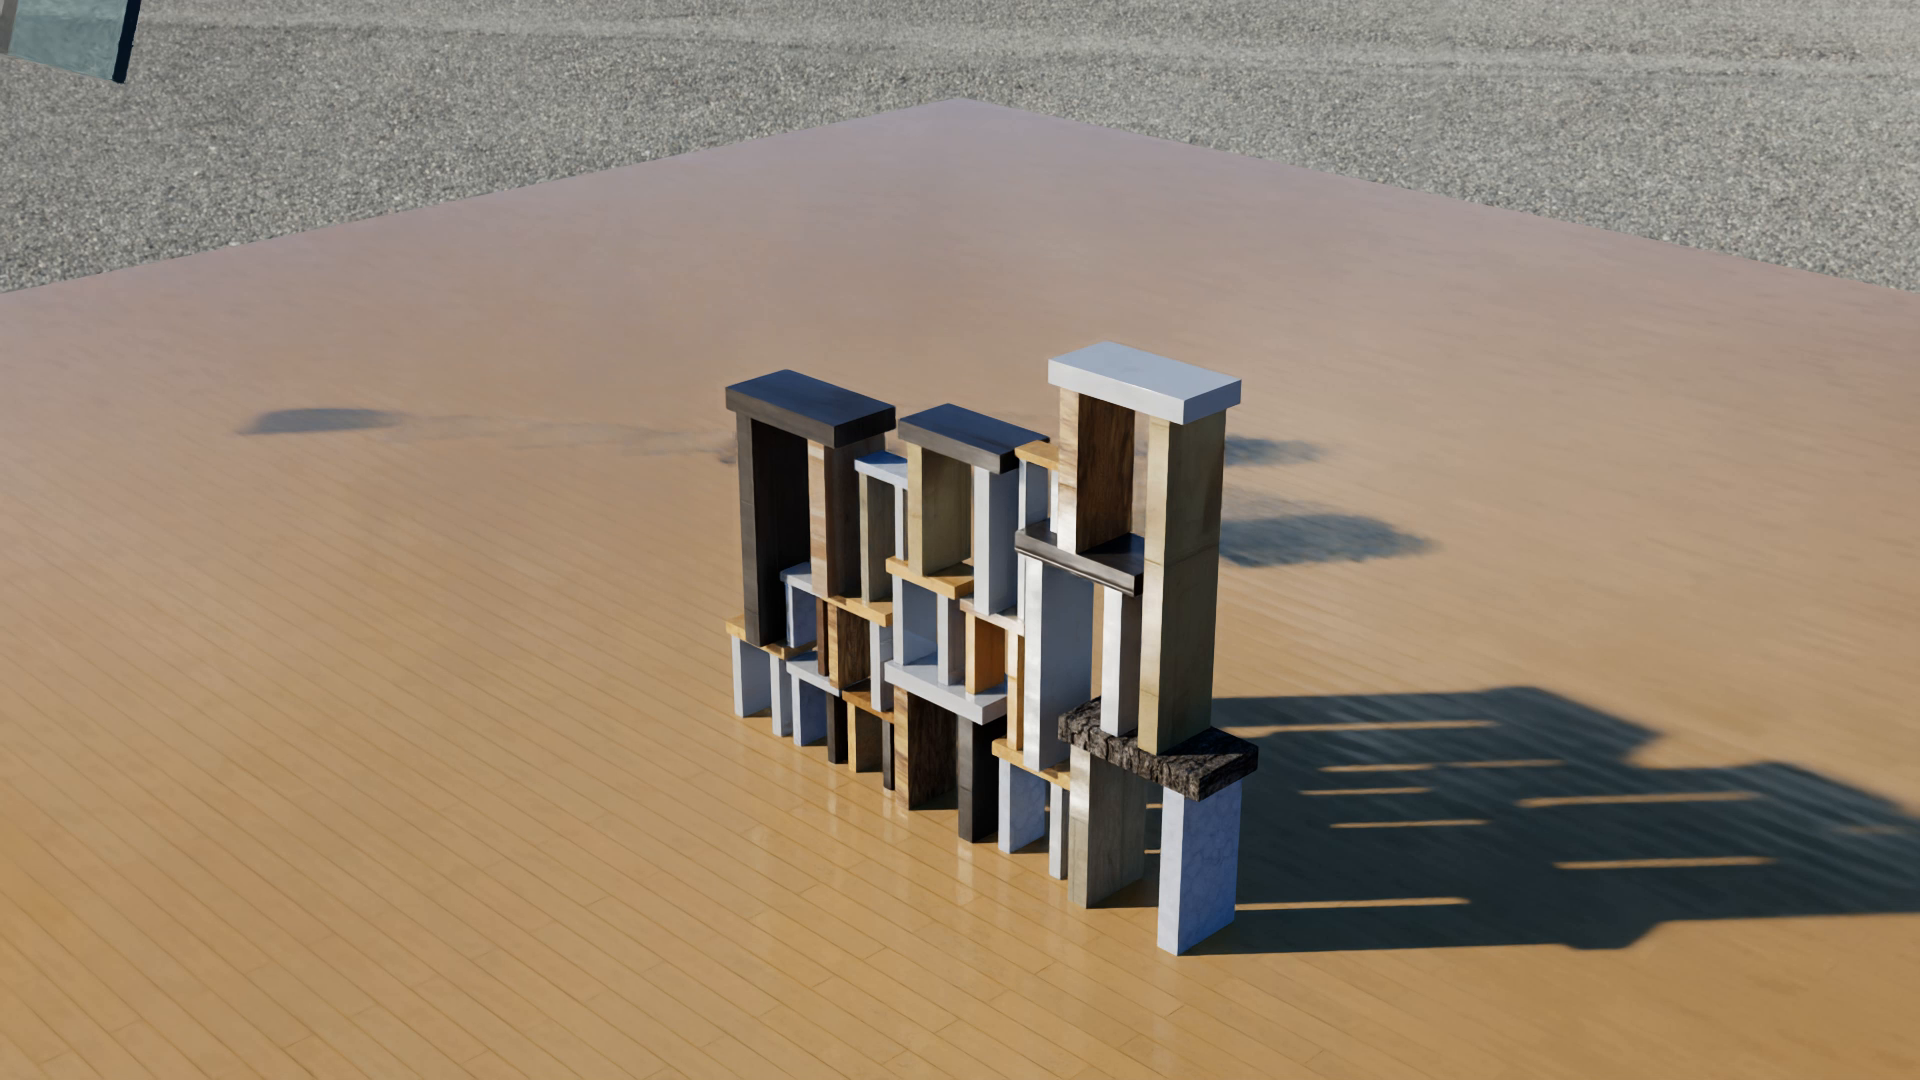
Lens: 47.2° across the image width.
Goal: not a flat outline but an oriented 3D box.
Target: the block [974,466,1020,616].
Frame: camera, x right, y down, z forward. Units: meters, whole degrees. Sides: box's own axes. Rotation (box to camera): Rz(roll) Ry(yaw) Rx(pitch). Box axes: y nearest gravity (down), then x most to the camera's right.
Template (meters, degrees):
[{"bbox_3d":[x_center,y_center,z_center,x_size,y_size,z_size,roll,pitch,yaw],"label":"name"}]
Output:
[{"bbox_3d":[0.088,-0.015,4.129,0.134,0.293,0.038,-21,31,-41],"label":"block"}]

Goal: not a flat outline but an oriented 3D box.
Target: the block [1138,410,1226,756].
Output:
[{"bbox_3d":[0.385,0.065,3.831,0.043,0.629,0.152,21,31,41],"label":"block"}]

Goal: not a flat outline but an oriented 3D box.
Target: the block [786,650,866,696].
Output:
[{"bbox_3d":[-0.281,0.281,4.646,0.082,0.023,0.165,-21,31,-41],"label":"block"}]

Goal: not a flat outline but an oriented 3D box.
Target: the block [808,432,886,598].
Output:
[{"bbox_3d":[-0.226,-0.063,4.447,0.047,0.331,0.166,21,31,41],"label":"block"}]

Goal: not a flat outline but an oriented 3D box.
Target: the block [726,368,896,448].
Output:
[{"bbox_3d":[-0.304,-0.268,4.445,0.331,0.047,0.166,21,31,41],"label":"block"}]

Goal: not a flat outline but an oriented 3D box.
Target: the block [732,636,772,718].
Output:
[{"bbox_3d":[-0.453,0.286,4.841,0.027,0.193,0.096,21,31,41],"label":"block"}]

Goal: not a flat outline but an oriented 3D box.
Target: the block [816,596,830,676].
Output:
[{"bbox_3d":[-0.264,0.191,4.600,0.021,0.179,0.074,21,31,40],"label":"block"}]

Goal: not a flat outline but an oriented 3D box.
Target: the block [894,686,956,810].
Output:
[{"bbox_3d":[-0.070,0.400,4.469,0.039,0.273,0.136,21,31,41],"label":"block"}]

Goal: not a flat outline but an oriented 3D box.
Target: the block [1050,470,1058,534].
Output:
[{"bbox_3d":[0.191,-0.078,3.986,0.017,0.120,0.060,21,31,41],"label":"block"}]

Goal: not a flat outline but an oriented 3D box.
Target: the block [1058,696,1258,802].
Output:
[{"bbox_3d":[0.357,0.367,3.986,0.332,0.047,0.166,21,31,41],"label":"block"}]

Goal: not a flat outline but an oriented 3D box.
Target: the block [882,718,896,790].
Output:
[{"bbox_3d":[-0.123,0.430,4.543,0.080,0.159,0.023,-21,31,-41],"label":"block"}]

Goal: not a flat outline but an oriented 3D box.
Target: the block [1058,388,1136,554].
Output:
[{"bbox_3d":[0.242,-0.140,3.899,0.043,0.303,0.152,21,31,41],"label":"block"}]

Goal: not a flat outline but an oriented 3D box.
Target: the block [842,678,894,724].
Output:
[{"bbox_3d":[-0.160,0.332,4.542,0.159,0.023,0.080,21,31,41],"label":"block"}]

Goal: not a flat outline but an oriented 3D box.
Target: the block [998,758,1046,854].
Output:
[{"bbox_3d":[0.122,0.504,4.313,0.029,0.203,0.102,21,31,41],"label":"block"}]

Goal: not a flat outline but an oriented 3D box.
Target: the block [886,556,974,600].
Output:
[{"bbox_3d":[-0.044,0.063,4.292,0.191,0.027,0.095,21,31,41],"label":"block"}]

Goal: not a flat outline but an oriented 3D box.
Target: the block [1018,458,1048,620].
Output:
[{"bbox_3d":[0.135,-0.007,4.077,0.060,0.320,0.017,-21,31,-41],"label":"block"}]

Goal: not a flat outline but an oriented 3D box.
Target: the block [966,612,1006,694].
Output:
[{"bbox_3d":[0.049,0.208,4.258,0.085,0.169,0.024,-21,31,-41],"label":"block"}]

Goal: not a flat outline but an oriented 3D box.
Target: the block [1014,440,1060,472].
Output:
[{"bbox_3d":[0.163,-0.152,3.985,0.120,0.017,0.060,21,31,41],"label":"block"}]

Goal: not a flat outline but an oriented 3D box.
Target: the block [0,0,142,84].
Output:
[{"bbox_3d":[-2.053,-1.211,5.069,0.250,0.250,0.250,10,7,-32],"label":"block"}]

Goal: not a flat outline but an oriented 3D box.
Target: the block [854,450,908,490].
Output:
[{"bbox_3d":[-0.128,-0.138,4.312,0.076,0.022,0.153,-21,31,-40],"label":"block"}]

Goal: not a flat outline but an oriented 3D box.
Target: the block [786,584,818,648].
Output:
[{"bbox_3d":[-0.333,0.149,4.659,0.021,0.148,0.074,21,31,40],"label":"block"}]

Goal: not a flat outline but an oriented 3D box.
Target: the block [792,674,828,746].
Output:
[{"bbox_3d":[-0.320,0.353,4.718,0.023,0.165,0.082,21,31,41],"label":"block"}]

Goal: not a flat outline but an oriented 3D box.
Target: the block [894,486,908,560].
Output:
[{"bbox_3d":[-0.092,-0.043,4.312,0.022,0.153,0.076,21,31,41],"label":"block"}]

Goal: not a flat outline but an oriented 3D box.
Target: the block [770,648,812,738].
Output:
[{"bbox_3d":[-0.362,0.321,4.758,0.096,0.193,0.027,-21,31,-41],"label":"block"}]

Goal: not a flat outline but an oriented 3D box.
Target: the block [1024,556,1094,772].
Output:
[{"bbox_3d":[0.184,0.213,4.110,0.143,0.432,0.040,-21,31,-41],"label":"block"}]

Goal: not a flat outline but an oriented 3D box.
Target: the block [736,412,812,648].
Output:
[{"bbox_3d":[-0.382,-0.039,4.627,0.047,0.517,0.166,21,31,40],"label":"block"}]

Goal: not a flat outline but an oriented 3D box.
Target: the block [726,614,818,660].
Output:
[{"bbox_3d":[-0.407,0.202,4.757,0.193,0.027,0.096,21,31,41],"label":"block"}]

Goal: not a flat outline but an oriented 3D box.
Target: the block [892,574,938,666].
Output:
[{"bbox_3d":[-0.089,0.146,4.376,0.027,0.191,0.095,21,31,41],"label":"block"}]

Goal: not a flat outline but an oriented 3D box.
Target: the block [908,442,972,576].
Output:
[{"bbox_3d":[-0.039,-0.076,4.241,0.038,0.268,0.134,21,31,41],"label":"block"}]

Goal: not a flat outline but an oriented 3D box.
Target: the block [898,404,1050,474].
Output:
[{"bbox_3d":[0.024,-0.192,4.123,0.268,0.038,0.134,21,31,41],"label":"block"}]

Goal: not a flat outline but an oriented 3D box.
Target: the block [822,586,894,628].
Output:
[{"bbox_3d":[-0.182,0.122,4.468,0.095,0.027,0.191,-21,31,-41],"label":"block"}]

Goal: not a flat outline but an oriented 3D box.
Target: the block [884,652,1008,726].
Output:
[{"bbox_3d":[-0.006,0.282,4.349,0.273,0.039,0.136,21,31,41],"label":"block"}]

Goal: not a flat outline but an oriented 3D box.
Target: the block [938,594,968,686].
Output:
[{"bbox_3d":[0.001,0.181,4.294,0.027,0.191,0.095,21,31,41],"label":"block"}]

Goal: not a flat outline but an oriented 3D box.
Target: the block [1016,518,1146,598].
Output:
[{"bbox_3d":[0.252,0.022,3.956,0.285,0.040,0.143,21,31,41],"label":"block"}]

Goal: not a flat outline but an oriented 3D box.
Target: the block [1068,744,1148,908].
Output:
[{"bbox_3d":[0.279,0.511,4.132,0.047,0.332,0.166,21,31,41],"label":"block"}]

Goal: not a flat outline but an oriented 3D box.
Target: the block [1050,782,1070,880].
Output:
[{"bbox_3d":[0.218,0.541,4.224,0.029,0.203,0.102,21,31,41],"label":"block"}]

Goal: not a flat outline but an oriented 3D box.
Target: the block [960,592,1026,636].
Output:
[{"bbox_3d":[0.089,0.134,4.183,0.085,0.024,0.169,-21,31,-41],"label":"block"}]

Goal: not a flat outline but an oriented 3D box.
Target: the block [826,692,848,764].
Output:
[{"bbox_3d":[-0.242,0.383,4.646,0.082,0.165,0.023,-21,31,-41],"label":"block"}]

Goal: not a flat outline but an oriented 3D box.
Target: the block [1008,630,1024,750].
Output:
[{"bbox_3d":[0.129,0.275,4.200,0.024,0.248,0.085,21,31,41],"label":"block"}]

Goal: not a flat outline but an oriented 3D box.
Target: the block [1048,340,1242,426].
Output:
[{"bbox_3d":[0.314,-0.272,3.765,0.303,0.043,0.152,21,31,41],"label":"block"}]

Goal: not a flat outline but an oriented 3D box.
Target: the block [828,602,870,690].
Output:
[{"bbox_3d":[-0.227,0.205,4.552,0.095,0.191,0.027,-21,31,-41],"label":"block"}]

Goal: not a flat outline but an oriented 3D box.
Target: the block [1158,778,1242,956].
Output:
[{"bbox_3d":[0.435,0.572,3.988,0.047,0.332,0.166,21,31,41],"label":"block"}]

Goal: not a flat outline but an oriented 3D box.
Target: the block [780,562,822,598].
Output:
[{"bbox_3d":[-0.300,0.085,4.593,0.148,0.021,0.074,21,30,40],"label":"block"}]

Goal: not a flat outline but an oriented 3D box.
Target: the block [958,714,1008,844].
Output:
[{"bbox_3d":[0.058,0.450,4.350,0.039,0.273,0.136,21,31,41],"label":"block"}]

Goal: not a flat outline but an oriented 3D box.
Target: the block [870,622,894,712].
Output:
[{"bbox_3d":[-0.137,0.243,4.471,0.027,0.197,0.095,21,31,41],"label":"block"}]

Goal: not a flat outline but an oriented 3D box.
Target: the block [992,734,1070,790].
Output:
[{"bbox_3d":[0.170,0.416,4.223,0.203,0.029,0.102,21,31,41],"label":"block"}]

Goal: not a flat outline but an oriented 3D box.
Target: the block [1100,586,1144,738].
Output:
[{"bbox_3d":[0.319,0.198,3.957,0.040,0.285,0.143,21,31,41],"label":"block"}]

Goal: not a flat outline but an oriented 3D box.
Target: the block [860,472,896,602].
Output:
[{"bbox_3d":[-0.164,-0.015,4.403,0.022,0.276,0.076,21,31,41],"label":"block"}]

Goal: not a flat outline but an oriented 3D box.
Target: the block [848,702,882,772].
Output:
[{"bbox_3d":[-0.198,0.401,4.612,0.023,0.159,0.080,21,31,41],"label":"block"}]
